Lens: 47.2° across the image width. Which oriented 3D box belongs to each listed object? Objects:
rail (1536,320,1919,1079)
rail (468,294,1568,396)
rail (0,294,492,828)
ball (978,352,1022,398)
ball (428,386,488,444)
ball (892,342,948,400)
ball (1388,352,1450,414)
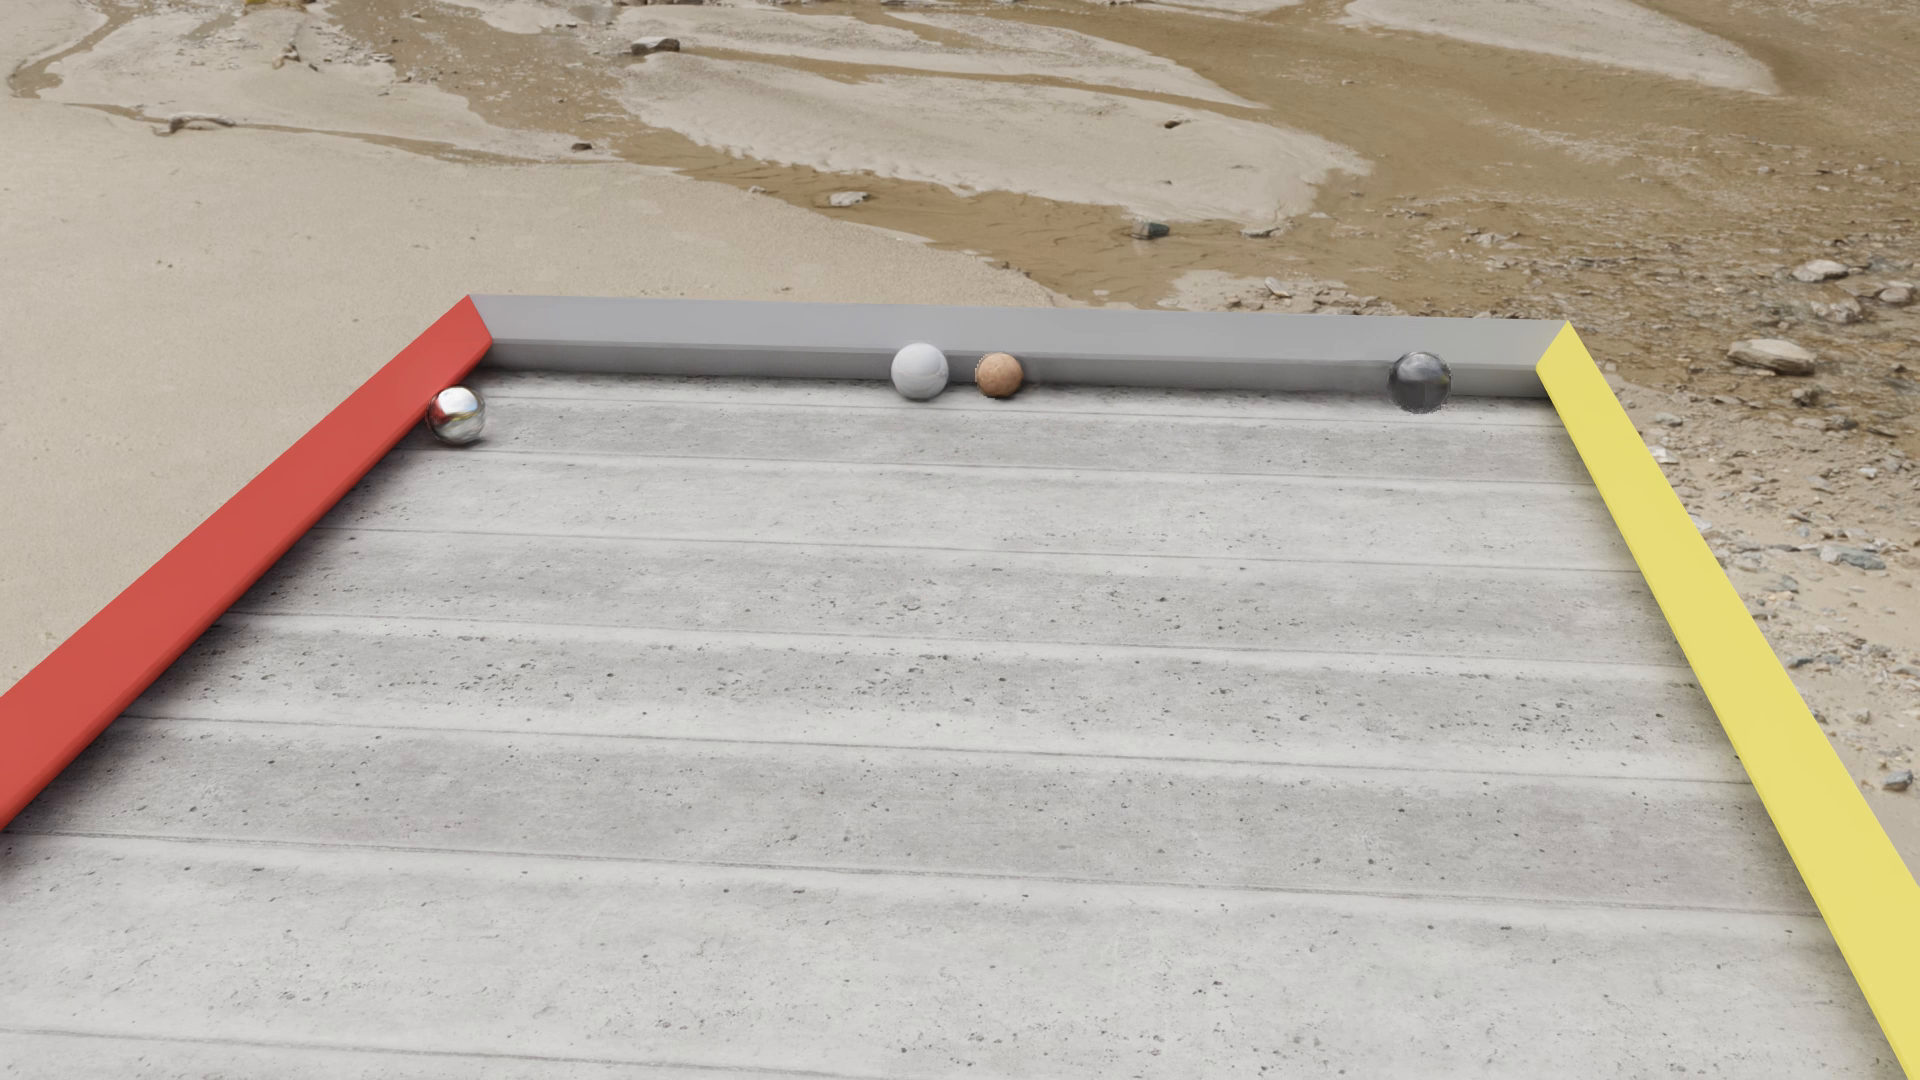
[{"bbox_3d":[0.665,0.260,1.664,0.045,0.107,2.797,2,21,5],"label":"rail"},{"bbox_3d":[0.061,-0.260,3.001,1.509,0.107,0.045,2,21,5],"label":"rail"},{"bbox_3d":[-0.791,0.212,1.787,0.045,0.107,2.797,2,21,5],"label":"rail"},{"bbox_3d":[0.054,-0.222,2.968,0.061,0.061,0.061,0,21,0],"label":"ball"},{"bbox_3d":[-0.637,-0.159,2.787,0.075,0.075,0.075,0,21,0],"label":"ball"},{"bbox_3d":[-0.054,-0.227,2.959,0.077,0.077,0.077,0,21,0],"label":"ball"},{"bbox_3d":[0.605,-0.207,2.902,0.082,0.082,0.082,0,21,0],"label":"ball"}]
